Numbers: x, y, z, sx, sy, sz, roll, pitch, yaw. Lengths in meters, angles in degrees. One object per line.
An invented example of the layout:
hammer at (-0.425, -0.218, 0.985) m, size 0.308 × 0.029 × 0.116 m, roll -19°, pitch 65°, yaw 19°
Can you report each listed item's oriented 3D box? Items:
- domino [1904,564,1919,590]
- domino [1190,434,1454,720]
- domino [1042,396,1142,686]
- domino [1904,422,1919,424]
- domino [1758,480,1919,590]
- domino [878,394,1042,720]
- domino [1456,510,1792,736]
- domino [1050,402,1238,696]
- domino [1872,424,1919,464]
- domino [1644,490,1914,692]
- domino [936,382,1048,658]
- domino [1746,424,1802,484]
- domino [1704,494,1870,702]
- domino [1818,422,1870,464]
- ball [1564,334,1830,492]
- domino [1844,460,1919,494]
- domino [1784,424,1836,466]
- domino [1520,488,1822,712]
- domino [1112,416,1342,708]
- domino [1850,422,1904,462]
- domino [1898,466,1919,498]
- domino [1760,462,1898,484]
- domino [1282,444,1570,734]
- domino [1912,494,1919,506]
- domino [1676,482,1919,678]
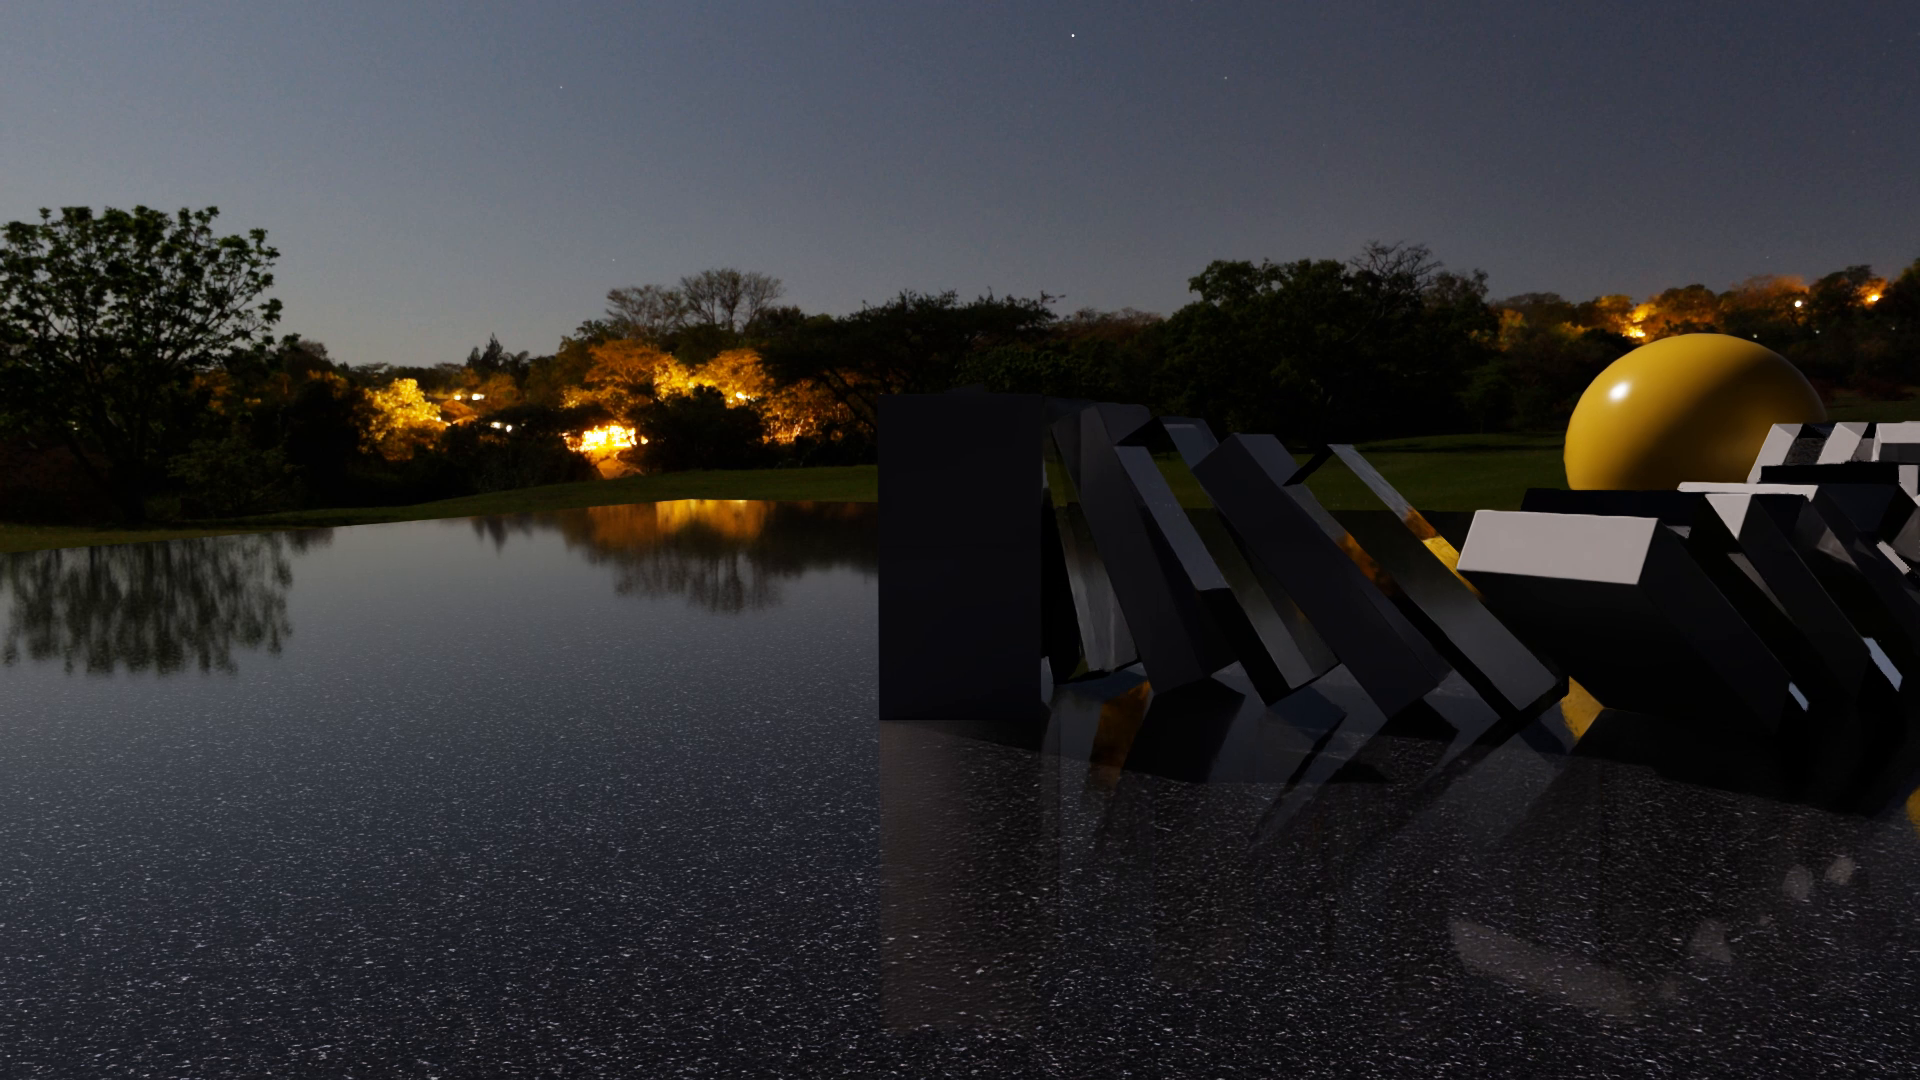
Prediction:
domino at (0.208, 0.007, 0.254) m, size 0.025 × 0.009 × 0.050 m, roll 1°, pitch -24°, yaw 4°
domino at (0.061, 0.004, 0.213) m, size 0.009 × 0.050 × 0.025 m, roll -43°, pitch -16°, yaw 24°
domino at (0.021, -0.001, 0.236) m, size 0.010 × 0.050 × 0.025 m, roll -13°, pitch -2°, yaw 28°
domino at (0.265, -0.008, 0.356) m, size 0.025 × 0.050 × 0.009 m, roll -1°, pitch 33°, yaw -10°
domino at (0.171, 0.007, 0.237) m, size 0.050 × 0.009 × 0.025 m, roll 34°, pitch -9°, yaw -21°
domino at (0.000, 0.002, 0.201) m, size 0.025 × 0.050 × 0.009 m, roll 0°, pitch 4°, yaw 0°
domino at (0.096, 0.012, 0.185) m, size 0.050 × 0.010 × 0.025 m, roll 33°, pitch -16°, yaw -34°
domino at (0.034, 0.001, 0.229) m, size 0.009 × 0.050 × 0.025 m, roll -24°, pitch -8°, yaw 28°
domino at (0.248, -0.006, 0.330) m, size 0.025 × 0.050 × 0.009 m, roll 2°, pitch 36°, yaw 28°
domino at (0.139, 0.009, 0.219) m, size 0.050 × 0.009 × 0.025 m, roll 35°, pitch -15°, yaw -30°
domino at (0.001, -0.002, 0.237) m, size 0.010 × 0.050 × 0.025 m, roll -16°, pitch 4°, yaw -24°
domino at (0.256, -0.012, 0.398) m, size 0.025 × 0.050 × 0.010 m, roll -1°, pitch 33°, yaw -10°
domino at (0.123, 0.009, 0.208) m, size 0.050 × 0.009 × 0.025 m, roll 35°, pitch -17°, yaw -31°
domino at (0.261, -0.010, 0.378) m, size 0.025 × 0.050 × 0.009 m, roll -1°, pitch 33°, yaw -10°
ball at (0.251, -0.031, 0.441) m, size 0.080 × 0.080 × 0.080 m, roll 0°, pitch 4°, yaw 0°
domino at (0.231, -0.001, 0.317) m, size 0.025 × 0.010 × 0.050 m, roll 6°, pitch -30°, yaw 32°
domino at (0.259, -0.011, 0.388) m, size 0.025 × 0.050 × 0.010 m, roll -1°, pitch 33°, yaw -10°
domino at (0.108, 0.009, 0.196) m, size 0.050 × 0.009 × 0.025 m, roll 36°, pitch -18°, yaw -33°
domino at (0.047, 0.002, 0.221) m, size 0.009 × 0.050 × 0.025 m, roll -35°, pitch -12°, yaw 26°
domino at (0.263, -0.009, 0.367) m, size 0.025 × 0.050 × 0.009 m, roll -1°, pitch 33°, yaw -10°
domino at (0.215, 0.000, 0.310) m, size 0.025 × 0.009 × 0.050 m, roll 2°, pitch -32°, yaw 36°
domino at (0.202, 0.001, 0.298) m, size 0.025 × 0.009 × 0.050 m, roll 0°, pitch -33°, yaw 35°
domino at (0.074, 0.006, 0.204) m, size 0.010 × 0.050 × 0.025 m, roll -46°, pitch -15°, yaw 21°
domino at (0.207, 0.005, 0.274) m, size 0.025 × 0.010 × 0.050 m, roll 0°, pitch -27°, yaw 6°
domino at (0.154, 0.007, 0.232) m, size 0.050 × 0.009 × 0.025 m, roll 35°, pitch -10°, yaw -22°
